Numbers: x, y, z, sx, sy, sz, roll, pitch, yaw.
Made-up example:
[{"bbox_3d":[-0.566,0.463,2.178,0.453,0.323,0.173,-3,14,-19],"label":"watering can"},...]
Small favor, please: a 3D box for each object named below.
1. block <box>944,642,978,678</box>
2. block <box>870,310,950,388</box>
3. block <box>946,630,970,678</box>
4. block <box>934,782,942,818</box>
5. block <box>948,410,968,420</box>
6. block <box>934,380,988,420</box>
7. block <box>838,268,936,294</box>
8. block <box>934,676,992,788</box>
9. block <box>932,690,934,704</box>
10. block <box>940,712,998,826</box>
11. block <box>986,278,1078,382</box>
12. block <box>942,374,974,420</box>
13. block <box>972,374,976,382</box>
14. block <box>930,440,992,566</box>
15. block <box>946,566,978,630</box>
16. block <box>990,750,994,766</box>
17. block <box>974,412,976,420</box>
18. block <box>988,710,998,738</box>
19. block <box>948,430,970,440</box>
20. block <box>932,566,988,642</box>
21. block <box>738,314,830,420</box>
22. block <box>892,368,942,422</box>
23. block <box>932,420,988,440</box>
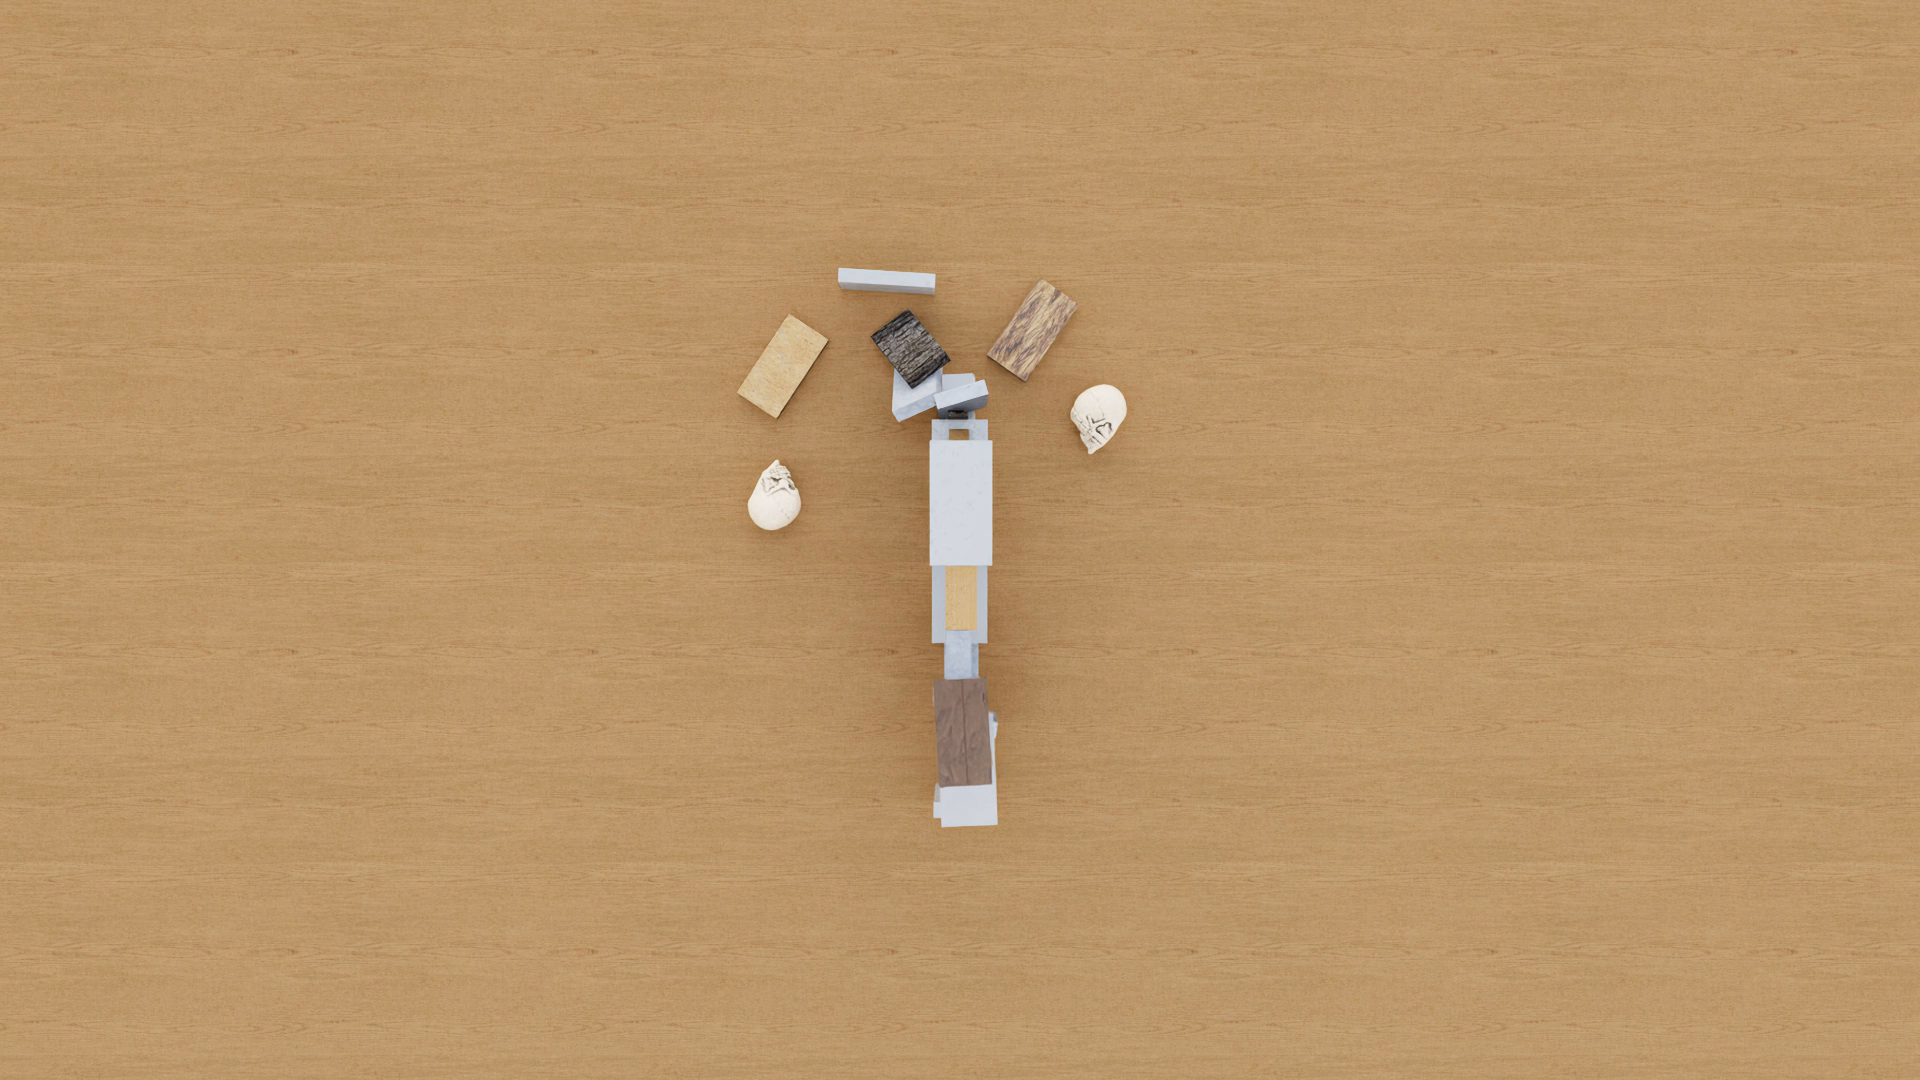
[{"bbox_3d":[0.004,0.431,5.267,0.109,0.031,0.218,0,90,0],"label":"block"},{"bbox_3d":[-0.163,-0.625,5.371,0.155,0.310,0.044,-37,132,0],"label":"block"},{"bbox_3d":[-0.003,0.343,4.957,0.071,0.020,0.142,0,90,0],"label":"block"},{"bbox_3d":[0.004,0.839,5.327,0.173,0.346,0.049,0,91,0],"label":"block"},{"bbox_3d":[-0.006,-0.382,5.128,0.062,0.295,0.017,-1,90,0],"label":"block"},{"bbox_3d":[0.003,-0.426,5.053,0.155,0.445,0.044,-17,90,0],"label":"block"},{"bbox_3d":[-0.237,-0.850,5.422,0.313,0.157,0.044,4,90,0],"label":"block"},{"bbox_3d":[0.008,0.555,4.774,0.154,0.044,0.309,-3,90,0],"label":"block"},{"bbox_3d":[-0.002,0.464,5.023,0.154,0.455,0.044,0,88,0],"label":"block"},{"bbox_3d":[0.023,0.712,5.129,0.173,0.049,0.346,-2,90,0],"label":"block"},{"bbox_3d":[0.241,-0.696,5.478,0.155,0.044,0.310,35,90,0],"label":"block"},{"bbox_3d":[-0.004,-0.433,5.290,0.098,0.028,0.195,-3,90,0],"label":"block"},{"bbox_3d":[0.000,-0.525,5.401,0.098,0.195,0.028,-1,99,0],"label":"block"},{"bbox_3d":[0.003,-0.106,4.725,0.178,0.050,0.356,0,90,0],"label":"block"},{"bbox_3d":[0.004,0.172,4.906,0.095,0.027,0.190,0,90,0],"label":"block"},{"bbox_3d":[0.017,0.653,4.950,0.154,0.309,0.044,14,91,0],"label":"block"},{"bbox_3d":[0.002,-0.387,5.402,0.098,0.195,0.028,0,104,0],"label":"block"},{"bbox_3d":[0.029,0.585,5.327,0.173,0.346,0.049,7,90,0],"label":"block"},{"bbox_3d":[-0.003,-0.306,5.047,0.062,0.123,0.017,0,118,0],"label":"block"},{"bbox_3d":[-0.001,0.148,5.134,0.171,0.048,0.342,0,90,0],"label":"block"},{"bbox_3d":[-0.587,-0.576,5.478,0.157,0.044,0.313,34,90,0],"label":"block"},{"bbox_3d":[-0.136,-0.510,5.340,0.157,0.313,0.044,-23,122,15],"label":"block"},{"bbox_3d":[-0.001,-0.200,5.130,0.173,0.049,0.346,0,90,0],"label":"block"}]
